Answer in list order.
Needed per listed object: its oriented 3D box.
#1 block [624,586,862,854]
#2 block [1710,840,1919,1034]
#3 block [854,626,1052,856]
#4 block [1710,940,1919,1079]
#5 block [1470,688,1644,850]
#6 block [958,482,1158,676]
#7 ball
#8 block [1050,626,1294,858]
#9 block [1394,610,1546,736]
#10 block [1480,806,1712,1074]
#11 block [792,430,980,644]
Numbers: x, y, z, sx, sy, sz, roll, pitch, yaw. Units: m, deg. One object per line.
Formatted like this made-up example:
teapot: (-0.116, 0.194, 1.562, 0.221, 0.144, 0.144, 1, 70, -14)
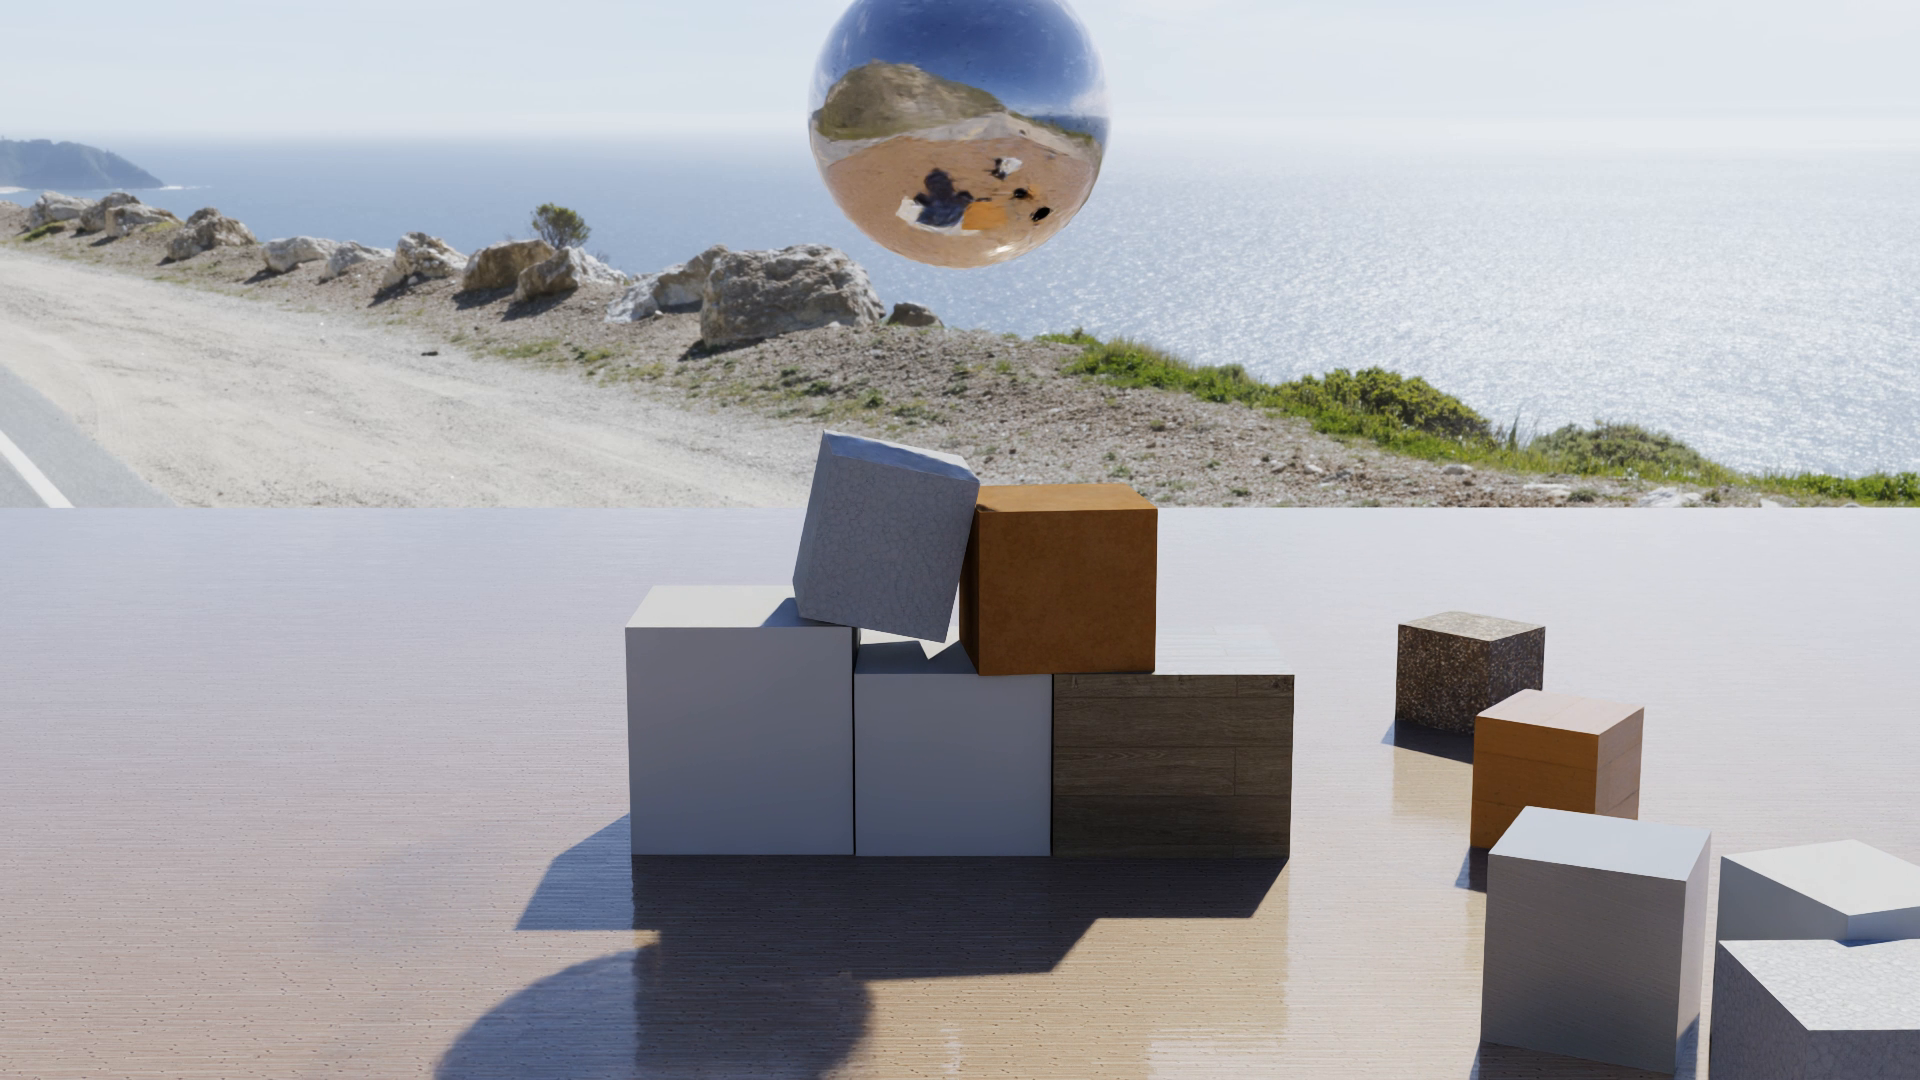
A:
block: (-1.084, 0.905, 11.347, 1.107, 1.160, 1.018, 0, 10, 0)
block: (3.402, 1.644, 8.458, 0.636, 0.740, 0.718, -3, 11, -18)
block: (-0.034, 1.016, 11.379, 0.967, 0.929, 1.078, 0, 10, 0)
block: (3.158, 1.841, 7.627, 0.808, 0.649, 0.813, 0, 10, -1)
block: (3.020, 1.192, 11.118, 0.628, 0.677, 0.667, 7, 13, 35)
block: (0.477, 0.182, 11.080, 0.873, 0.807, 0.819, -1, 10, -7)
ball: (0.000, -2.216, 11.443, 1.600, 1.600, 1.600, 0, 10, 0)
block: (1.047, 1.018, 11.354, 1.175, 0.936, 1.095, 0, 10, 0)
block: (3.115, 0.811, 13.437, 0.596, 0.597, 0.655, -10, 14, -43)
block: (2.539, 1.572, 8.767, 0.739, 0.771, 0.692, 5, 11, 26)
block: (-0.388, -0.031, 11.088, 0.733, 0.818, 0.797, 11, 10, -9)
